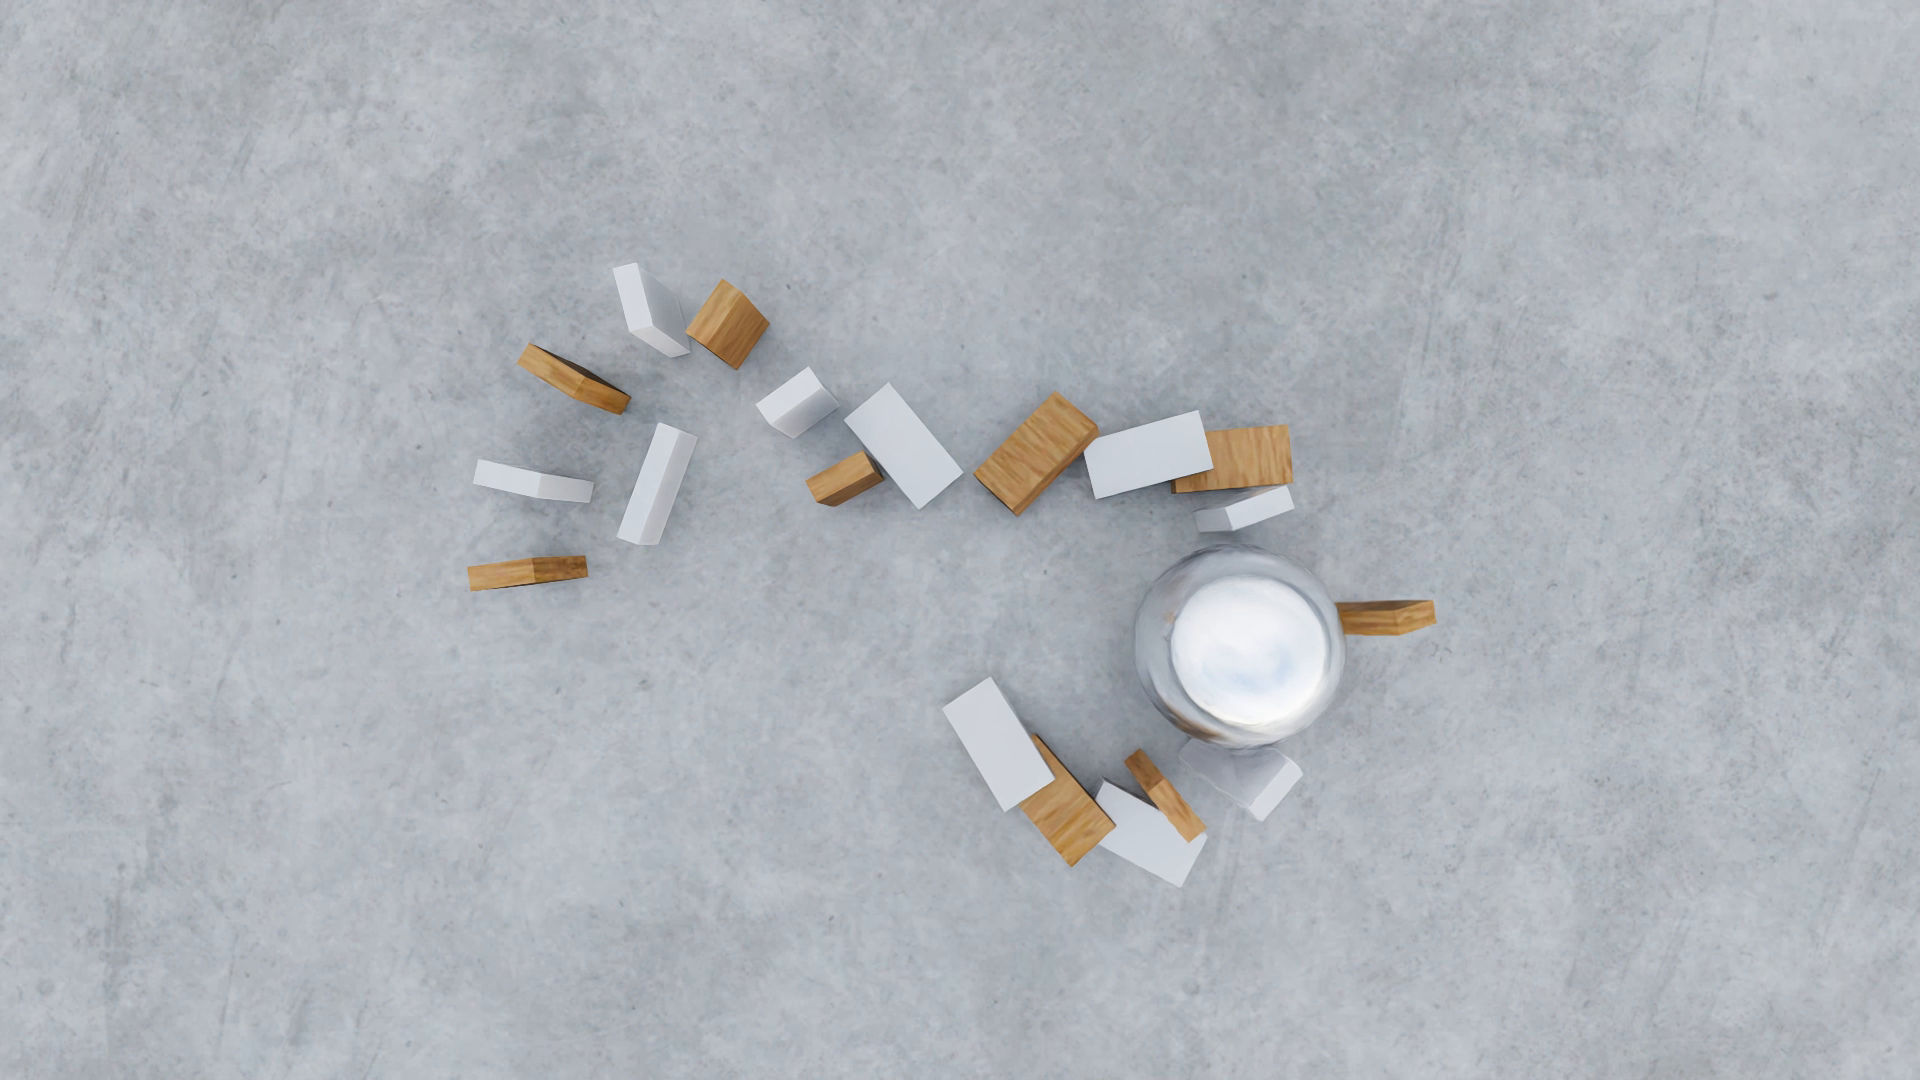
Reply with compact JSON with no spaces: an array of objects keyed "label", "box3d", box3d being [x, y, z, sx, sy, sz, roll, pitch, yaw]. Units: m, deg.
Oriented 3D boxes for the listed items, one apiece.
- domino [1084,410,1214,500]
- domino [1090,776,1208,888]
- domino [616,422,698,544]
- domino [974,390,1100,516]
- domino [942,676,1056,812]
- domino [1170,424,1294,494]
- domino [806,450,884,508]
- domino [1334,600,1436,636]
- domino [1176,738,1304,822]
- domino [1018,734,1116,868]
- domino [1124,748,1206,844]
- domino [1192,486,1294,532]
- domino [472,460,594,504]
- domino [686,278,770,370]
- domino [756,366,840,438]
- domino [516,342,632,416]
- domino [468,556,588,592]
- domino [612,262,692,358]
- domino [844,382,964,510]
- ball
[{"label":"domino","box3d":[0.079,-0.036,0.389,0.050,0.009,0.025,-15,88,14]},{"label":"domino","box3d":[0.078,0.126,0.395,0.050,0.009,0.025,28,90,0]},{"label":"domino","box3d":[-0.128,-0.023,0.388,0.009,0.025,0.050,20,90,0]},{"label":"domino","box3d":[0.033,-0.037,0.390,0.050,0.009,0.025,-45,64,0]},{"label":"domino","box3d":[0.017,0.086,0.388,0.025,0.009,0.050,-34,74,2]},{"label":"domino","box3d":[0.116,-0.035,0.395,0.050,0.010,0.025,-5,90,0]},{"label":"domino","box3d":[-0.046,-0.024,0.375,0.025,0.050,0.010,-28,90,0]},{"label":"domino","box3d":[0.162,0.032,0.372,0.025,0.050,0.010,-9,90,-32]},{"label":"domino","box3d":[0.113,0.091,0.374,0.025,0.050,0.009,-47,111,-6]},{"label":"domino","box3d":[0.040,0.110,0.389,0.025,0.010,0.050,-42,75,0]},{"label":"domino","box3d":[0.083,0.103,0.375,0.010,0.050,0.025,-40,90,0]},{"label":"domino","box3d":[0.115,-0.012,0.375,0.025,0.050,0.009,-20,90,0]},{"label":"domino","box3d":[-0.173,-0.024,0.375,0.025,0.050,0.009,13,90,0]},{"label":"domino","box3d":[-0.094,-0.087,0.375,0.009,0.050,0.025,35,90,0]},{"label":"domino","box3d":[-0.065,-0.055,0.375,0.025,0.050,0.009,-36,90,0]},{"label":"domino","box3d":[-0.156,-0.065,0.375,0.025,0.050,0.010,32,90,0]},{"label":"domino","box3d":[-0.175,0.013,0.375,0.025,0.050,0.010,-8,90,0]},{"label":"domino","box3d":[-0.125,-0.093,0.375,0.010,0.050,0.025,-15,90,0]},{"label":"domino","box3d":[-0.024,-0.040,0.395,0.025,0.010,0.050,-40,90,0]},{"label":"ball","box3d":[0.108,0.041,0.360,0.080,0.080,0.080,0,90,0]}]
